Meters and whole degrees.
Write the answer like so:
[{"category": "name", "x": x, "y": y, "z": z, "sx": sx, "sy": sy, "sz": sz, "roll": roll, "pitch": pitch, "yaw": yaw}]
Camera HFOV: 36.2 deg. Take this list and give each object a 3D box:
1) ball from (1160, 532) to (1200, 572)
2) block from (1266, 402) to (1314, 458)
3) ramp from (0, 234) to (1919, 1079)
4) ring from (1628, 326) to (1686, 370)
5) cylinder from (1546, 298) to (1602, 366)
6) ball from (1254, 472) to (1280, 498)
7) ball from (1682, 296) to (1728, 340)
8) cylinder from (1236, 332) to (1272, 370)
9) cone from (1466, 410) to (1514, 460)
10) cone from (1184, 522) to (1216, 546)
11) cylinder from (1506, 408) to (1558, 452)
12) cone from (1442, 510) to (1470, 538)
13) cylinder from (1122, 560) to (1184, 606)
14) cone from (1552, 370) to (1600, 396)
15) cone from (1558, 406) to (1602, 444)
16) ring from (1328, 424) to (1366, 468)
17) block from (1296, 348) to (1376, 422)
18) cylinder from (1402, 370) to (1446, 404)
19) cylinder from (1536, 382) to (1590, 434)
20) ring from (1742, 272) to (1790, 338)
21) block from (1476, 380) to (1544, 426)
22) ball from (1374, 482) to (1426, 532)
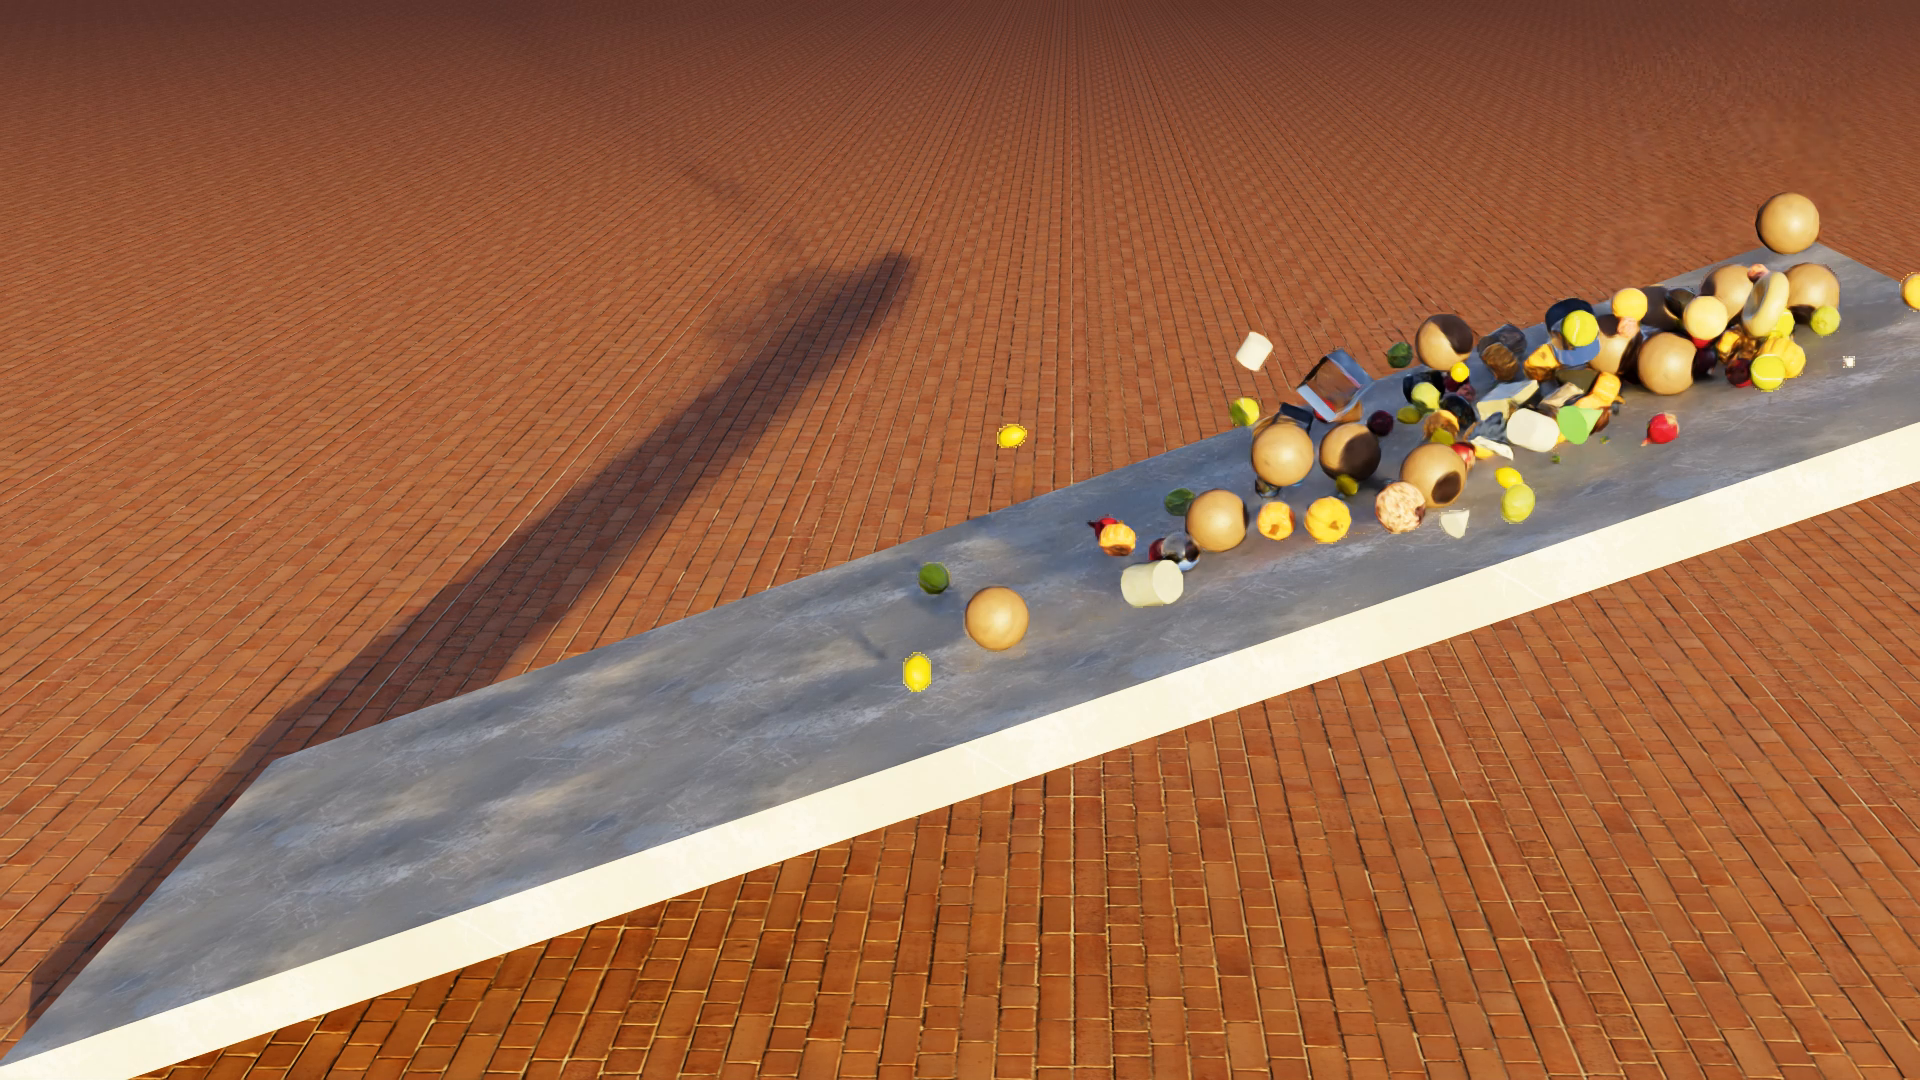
[{"category": "ball", "x": 0.448, "y": 0.024, "z": 5.974, "sx": 0.081, "sy": 0.081, "sz": 0.081, "roll": 0, "pitch": 13, "yaw": 0}, {"category": "block", "x": 0.707, "y": -0.236, "z": 6.298, "sx": 0.071, "sy": 0.071, "sz": 0.071, "roll": 23, "pitch": 52, "yaw": 13}, {"category": "ramp", "x": 0.113, "y": 0.178, "z": 6.300, "sx": 4.000, "sy": 0.100, "sz": 2.000, "roll": -19, "pitch": 11, "yaw": 6}, {"category": "ring", "x": 1.460, "y": -0.404, "z": 6.160, "sx": 0.134, "sy": 0.045, "sz": 0.134, "roll": 19, "pitch": 28, "yaw": -11}, {"category": "cylinder", "x": 1.237, "y": -0.419, "z": 5.934, "sx": 0.095, "sy": 0.095, "sz": 0.095, "roll": -13, "pitch": 44, "yaw": 13}, {"category": "ball", "x": 0.662, "y": -0.117, "z": 6.334, "sx": 0.056, "sy": 0.056, "sz": 0.056, "roll": 0, "pitch": 13, "yaw": 0}, {"category": "ball", "x": 1.480, "y": -0.441, "z": 5.843, "sx": 0.089, "sy": 0.089, "sz": 0.089, "roll": 0, "pitch": 13, "yaw": 0}, {"category": "cylinder", "x": 0.583, "y": -0.374, "z": 5.829, "sx": 0.053, "sy": 0.053, "sz": 0.053, "roll": 24, "pitch": 29, "yaw": -14}, {"category": "cone", "x": 1.062, "y": -0.191, "z": 5.796, "sx": 0.091, "sy": 0.091, "sz": 0.091, "roll": -42, "pitch": 7, "yaw": 6}, {"category": "cone", "x": 0.504, "y": -0.004, "z": 6.122, "sx": 0.062, "sy": 0.062, "sz": 0.062, "roll": 6, "pitch": 14, "yaw": 21}, {"category": "cylinder", "x": 1.094, "y": -0.209, "z": 5.622, "sx": 0.070, "sy": 0.070, "sz": 0.070, "roll": 14, "pitch": 0, "yaw": -41}, {"category": "cone", "x": 0.934, "y": -0.041, "z": 5.476, "sx": 0.054, "sy": 0.054, "sz": 0.054, "roll": -38, "pitch": 32, "yaw": -29}, {"category": "cylinder", "x": 0.379, "y": 0.085, "z": 5.794, "sx": 0.086, "sy": 0.086, "sz": 0.086, "roll": -12, "pitch": 3, "yaw": -42}, {"category": "cone", "x": 1.264, "y": -0.299, "z": 6.046, "sx": 0.098, "sy": 0.098, "sz": 0.098, "roll": 2, "pitch": 2, "yaw": 0}, {"category": "cone", "x": 1.232, "y": -0.239, "z": 5.773, "sx": 0.082, "sy": 0.082, "sz": 0.082, "roll": -24, "pitch": 23, "yaw": -27}, {"category": "ring", "x": 0.836, "y": -0.203, "z": 6.352, "sx": 0.032, "sy": 0.096, "sz": 0.096, "roll": -4, "pitch": 12, "yaw": -43}, {"category": "block", "x": 0.764, "y": -0.315, "z": 5.986, "sx": 0.098, "sy": 0.098, "sz": 0.098, "roll": 45, "pitch": 28, "yaw": 11}, {"category": "cylinder", "x": 1.059, "y": -0.349, "z": 6.713, "sx": 0.069, "sy": 0.069, "sz": 0.069, "roll": -11, "pitch": 2, "yaw": 41}, {"category": "cylinder", "x": 1.225, "y": -0.267, "z": 5.979, "sx": 0.076, "sy": 0.076, "sz": 0.076, "roll": -36, "pitch": 26, "yaw": -18}, {"category": "ring", "x": 1.585, "y": -0.463, "z": 5.790, "sx": 0.046, "sy": 0.139, "sz": 0.139, "roll": 21, "pitch": 11, "yaw": -6}, {"category": "block", "x": 1.145, "y": -0.266, "z": 6.085, "sx": 0.093, "sy": 0.093, "sz": 0.093, "roll": -8, "pitch": 21, "yaw": 47}, {"category": "ball", "x": 0.846, "y": -0.064, "z": 5.652, "sx": 0.098, "sy": 0.098, "sz": 0.098, "roll": 0, "pitch": 13, "yaw": 0}]
